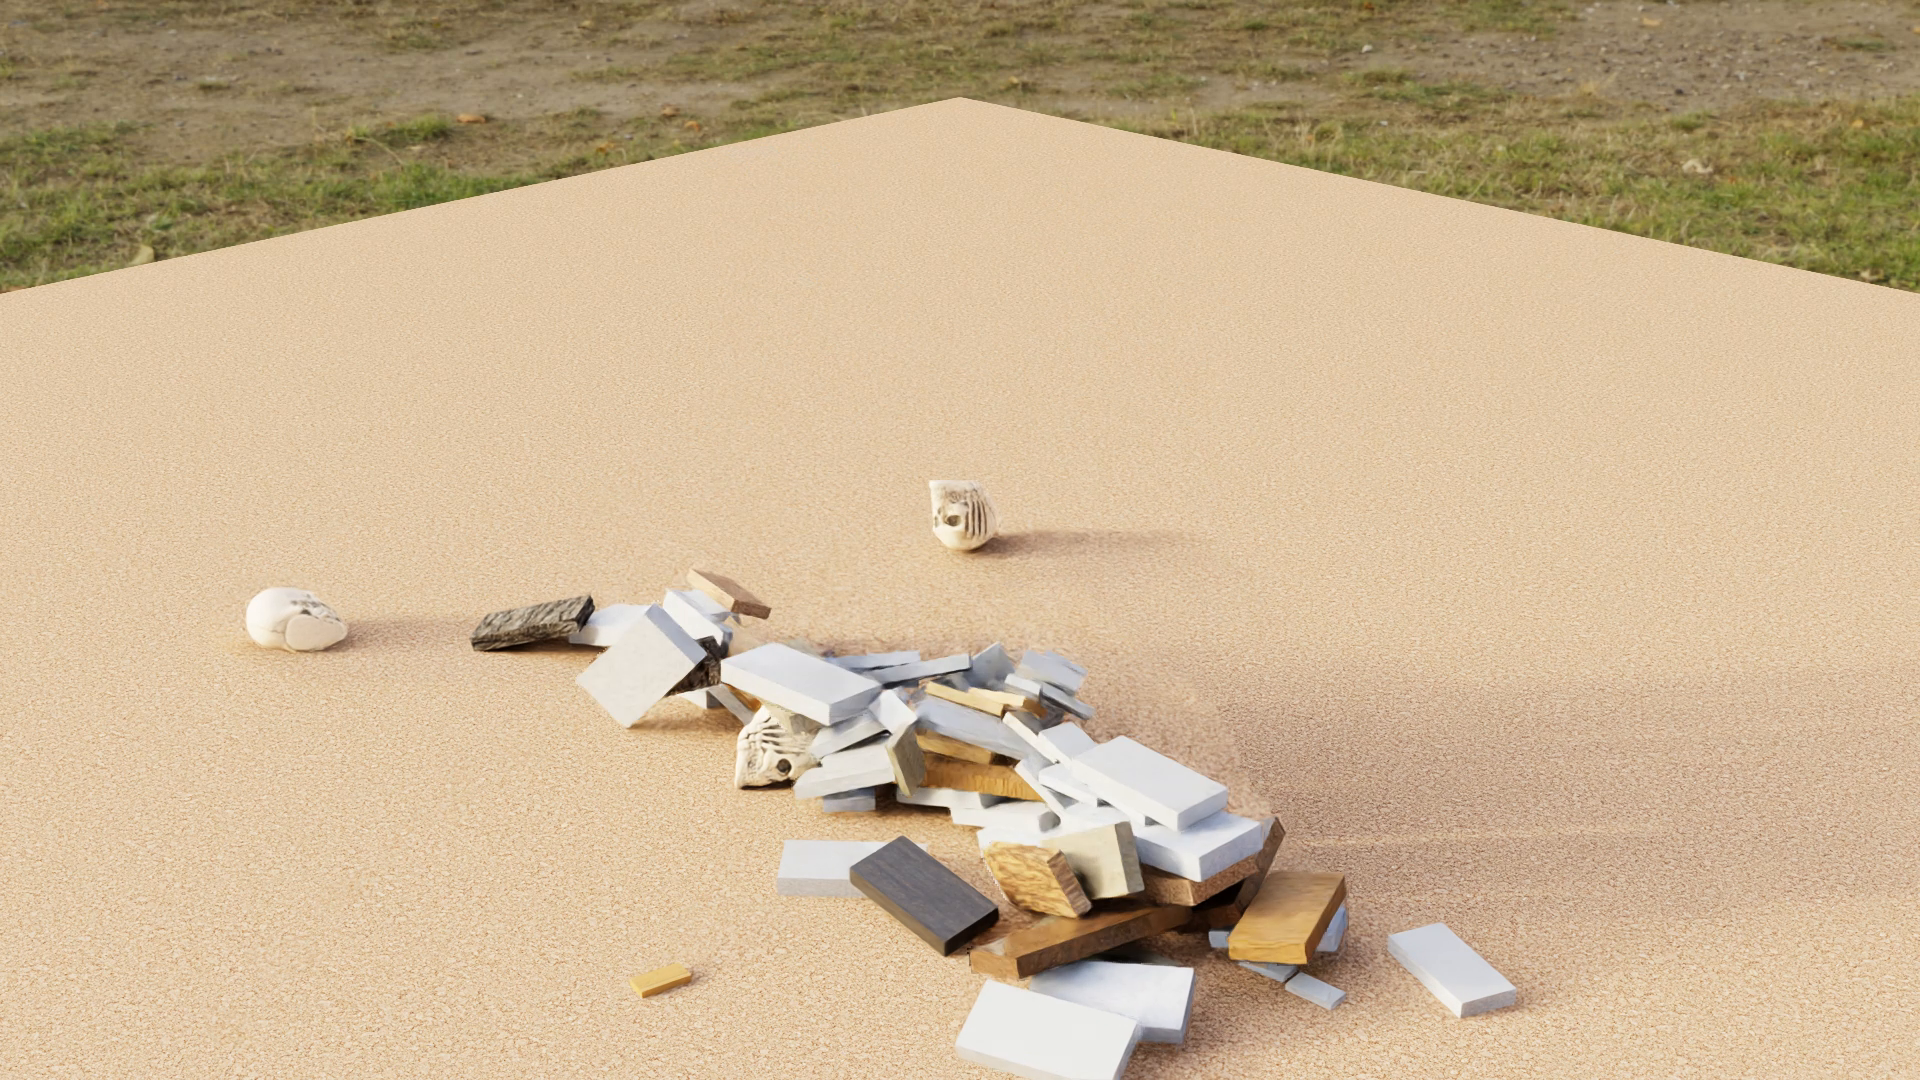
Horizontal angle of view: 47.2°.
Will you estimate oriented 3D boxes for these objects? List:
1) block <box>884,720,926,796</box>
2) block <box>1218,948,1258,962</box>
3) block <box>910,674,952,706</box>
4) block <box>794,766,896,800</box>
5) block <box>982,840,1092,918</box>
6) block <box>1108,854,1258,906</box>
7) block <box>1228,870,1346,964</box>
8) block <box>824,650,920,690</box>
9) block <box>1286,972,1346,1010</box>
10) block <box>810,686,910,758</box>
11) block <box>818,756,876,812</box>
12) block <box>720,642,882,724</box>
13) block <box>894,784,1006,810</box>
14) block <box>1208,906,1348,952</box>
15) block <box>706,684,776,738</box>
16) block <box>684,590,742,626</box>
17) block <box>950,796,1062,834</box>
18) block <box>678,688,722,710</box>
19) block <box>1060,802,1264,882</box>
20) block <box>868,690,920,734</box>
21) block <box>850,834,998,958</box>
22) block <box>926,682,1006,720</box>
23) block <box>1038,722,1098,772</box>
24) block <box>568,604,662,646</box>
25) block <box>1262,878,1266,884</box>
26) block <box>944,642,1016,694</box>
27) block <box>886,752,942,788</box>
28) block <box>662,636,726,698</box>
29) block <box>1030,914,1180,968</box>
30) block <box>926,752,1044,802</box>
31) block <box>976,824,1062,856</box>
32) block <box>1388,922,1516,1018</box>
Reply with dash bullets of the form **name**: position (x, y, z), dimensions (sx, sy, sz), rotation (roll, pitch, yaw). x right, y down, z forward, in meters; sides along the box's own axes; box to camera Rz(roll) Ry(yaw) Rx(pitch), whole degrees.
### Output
- **block**: position (-0.105, 0.427, 4.300), dimensions (0.020, 0.138, 0.069), rotation (11, 47, 31)
- **block**: position (0.519, 0.740, 3.960), dimensions (0.095, 0.014, 0.048), rotation (-1, 17, 25)
- **block**: position (-0.027, 0.374, 4.653), dimensions (0.081, 0.163, 0.023), rotation (-35, -4, 13)
- **block**: position (-0.222, 0.476, 4.444), dimensions (0.211, 0.030, 0.105), rotation (-12, 9, 13)
- **block**: position (0.139, 0.620, 4.023), dimensions (0.035, 0.124, 0.247), rotation (-34, 12, -25)
- **block**: position (0.366, 0.611, 4.073), dimensions (0.171, 0.049, 0.343), rotation (-21, 9, -38)
- **block**: position (0.589, 0.673, 3.941), dimensions (0.139, 0.039, 0.277), rotation (-1, 17, 25)
- **block**: position (-0.198, 0.289, 4.774), dimensions (0.219, 0.109, 0.031), rotation (-4, 58, -8)
- **block**: position (0.626, 0.794, 3.872), dimensions (0.095, 0.014, 0.048), rotation (19, 30, 38)
- **block**: position (-0.204, 0.371, 4.465), dimensions (0.203, 0.029, 0.102), rotation (-26, 19, 28)
- **block**: position (-0.235, 0.496, 4.553), dimensions (0.105, 0.030, 0.211), rotation (-2, 23, -6)
- **block**: position (-0.323, 0.288, 4.444), dimensions (0.306, 0.043, 0.153), rotation (18, 24, 37)
- **block**: position (-0.002, 0.498, 4.439), dimensions (0.126, 0.036, 0.251), rotation (-22, 13, -41)
- **block**: position (0.577, 0.701, 3.984), dimensions (0.228, 0.032, 0.114), rotation (-2, 16, 22)
- **block**: position (-0.469, 0.313, 4.875), dimensions (0.160, 0.045, 0.320), rotation (-18, 41, -38)
- **block**: position (-0.576, 0.158, 4.996), dimensions (0.134, 0.038, 0.267), rotation (-10, 13, -8)
- **block**: position (0.112, 0.529, 4.330), dimensions (0.126, 0.036, 0.251), rotation (-21, 13, -40)
- **block**: position (-0.618, 0.289, 5.022), dimensions (0.160, 0.045, 0.320), rotation (-21, 31, -41)
- **block**: position (0.368, 0.531, 4.037), dimensions (0.171, 0.049, 0.343), rotation (-20, 22, -39)
- **block**: position (-0.130, 0.346, 4.350), dimensions (0.057, 0.016, 0.113), rotation (-43, 45, -6)
- **block**: position (-0.068, 0.659, 4.088), dimensions (0.134, 0.038, 0.267), rotation (-28, 43, -34)
- **block**: position (0.013, 0.330, 4.427), dimensions (0.159, 0.023, 0.080), rotation (17, -18, 12)
- **block**: position (0.227, 0.407, 4.205), dimensions (0.079, 0.022, 0.157), rotation (-14, 35, -31)
- **block**: position (-0.752, 0.202, 5.124), dimensions (0.320, 0.045, 0.160), rotation (2, 18, 41)
- **block**: position (0.464, 0.661, 4.163), dimensions (0.228, 0.032, 0.114), rotation (2, 23, 4)
- **block**: position (0.026, 0.317, 4.780), dimensions (0.197, 0.099, 0.028), rotation (-32, 5, -11)
- **block**: position (-0.075, 0.469, 4.499), dimensions (0.105, 0.030, 0.211), rotation (-20, 12, -39)
- **block**: position (-0.591, 0.274, 4.731), dimensions (0.203, 0.102, 0.029), rotation (-15, 19, 34)
- **block**: position (0.238, 0.757, 3.926), dimensions (0.276, 0.039, 0.138), rotation (16, 28, 33)
- **block**: position (0.073, 0.457, 4.345), dimensions (0.251, 0.036, 0.126), rotation (6, 23, 17)
- **block**: position (0.214, 0.568, 4.230), dimensions (0.171, 0.049, 0.343), rotation (-21, 14, -41)
- **block**: position (0.874, 0.765, 3.917), dimensions (0.114, 0.032, 0.228), rotation (-9, 25, -21)
